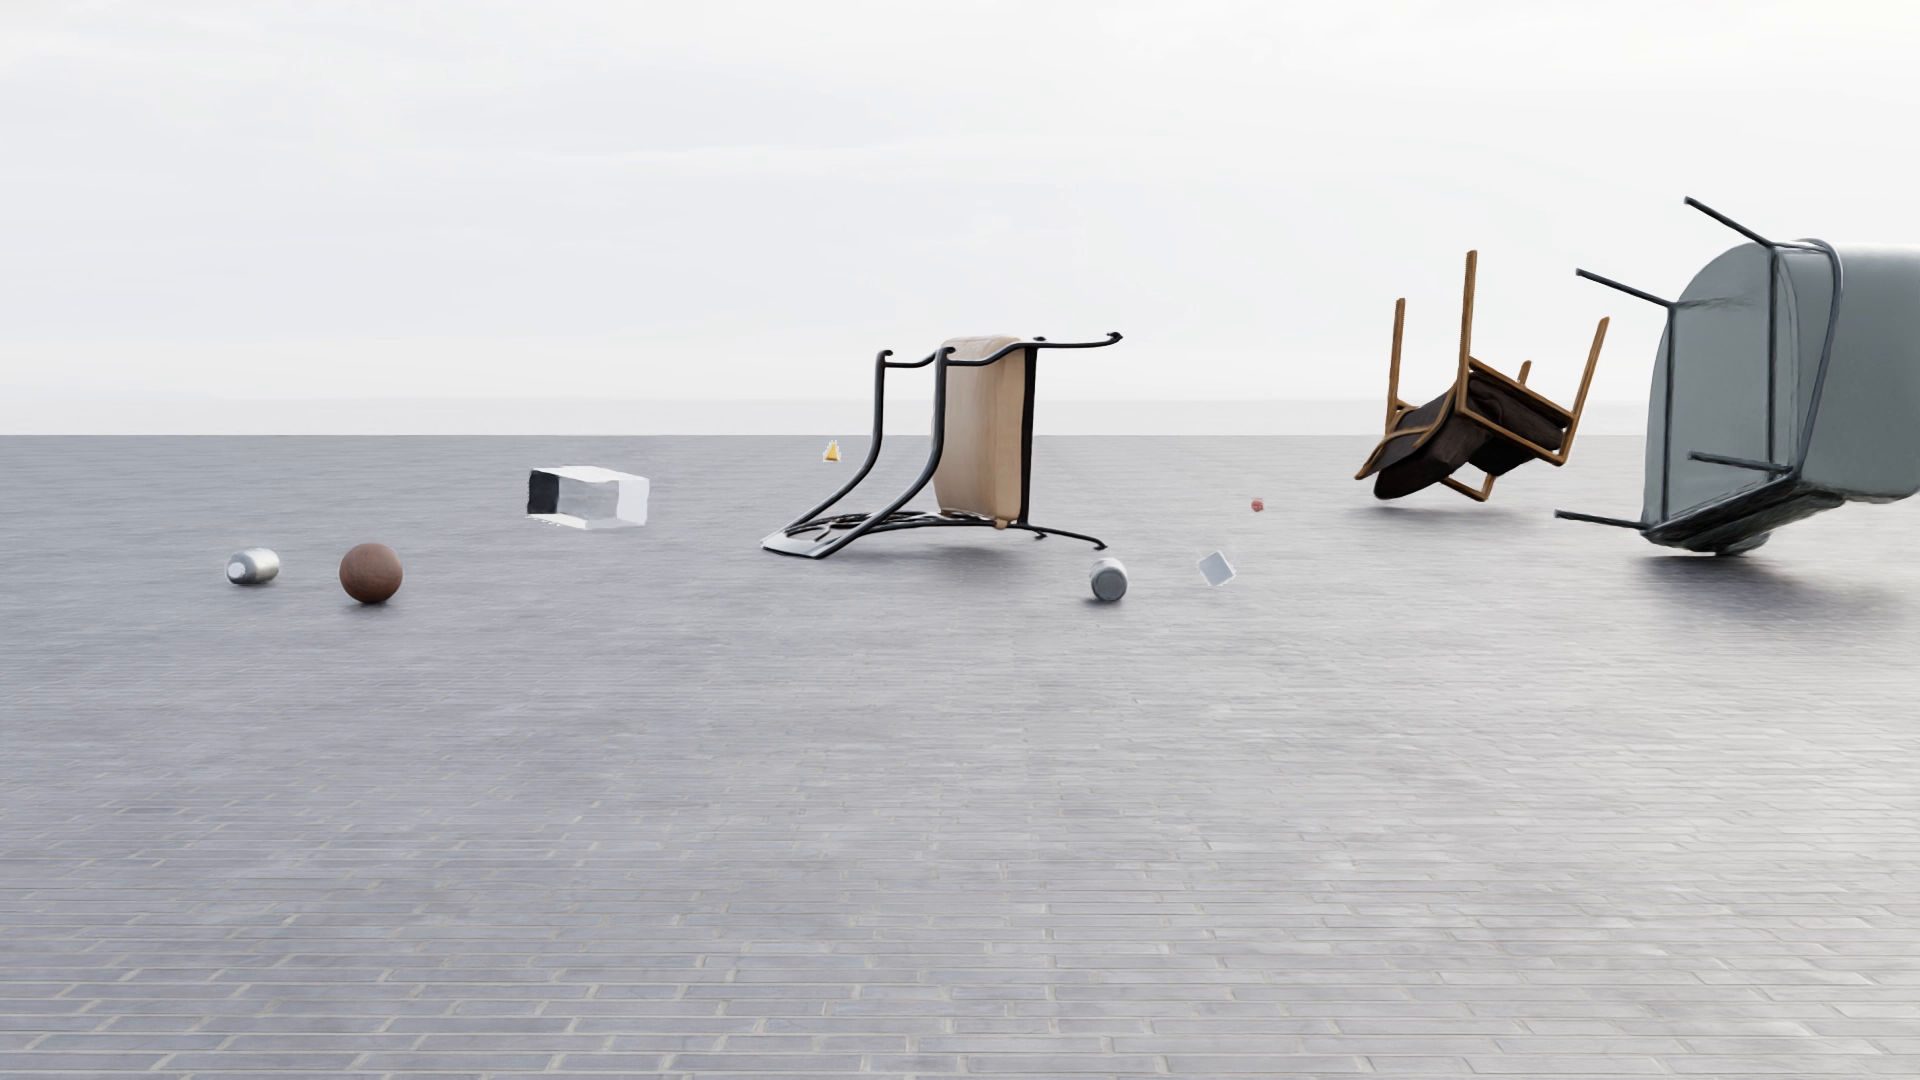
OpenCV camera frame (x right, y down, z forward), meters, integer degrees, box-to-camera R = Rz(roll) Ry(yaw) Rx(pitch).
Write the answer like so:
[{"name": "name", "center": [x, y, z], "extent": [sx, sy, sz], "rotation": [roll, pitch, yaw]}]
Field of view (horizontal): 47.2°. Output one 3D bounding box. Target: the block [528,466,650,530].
[{"name": "block", "center": [-1.216, -0.141, 7.198], "extent": [0.271, 0.154, 0.272], "rotation": [12, 11, 35]}]

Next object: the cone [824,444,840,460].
[{"name": "cone", "center": [-0.423, -0.299, 7.335], "extent": [0.051, 0.062, 0.057], "rotation": [5, -8, 15]}]

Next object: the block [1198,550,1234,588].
[{"name": "block", "center": [0.581, 0.064, 4.988], "extent": [0.054, 0.066, 0.047], "rotation": [-32, -2, 11]}]
